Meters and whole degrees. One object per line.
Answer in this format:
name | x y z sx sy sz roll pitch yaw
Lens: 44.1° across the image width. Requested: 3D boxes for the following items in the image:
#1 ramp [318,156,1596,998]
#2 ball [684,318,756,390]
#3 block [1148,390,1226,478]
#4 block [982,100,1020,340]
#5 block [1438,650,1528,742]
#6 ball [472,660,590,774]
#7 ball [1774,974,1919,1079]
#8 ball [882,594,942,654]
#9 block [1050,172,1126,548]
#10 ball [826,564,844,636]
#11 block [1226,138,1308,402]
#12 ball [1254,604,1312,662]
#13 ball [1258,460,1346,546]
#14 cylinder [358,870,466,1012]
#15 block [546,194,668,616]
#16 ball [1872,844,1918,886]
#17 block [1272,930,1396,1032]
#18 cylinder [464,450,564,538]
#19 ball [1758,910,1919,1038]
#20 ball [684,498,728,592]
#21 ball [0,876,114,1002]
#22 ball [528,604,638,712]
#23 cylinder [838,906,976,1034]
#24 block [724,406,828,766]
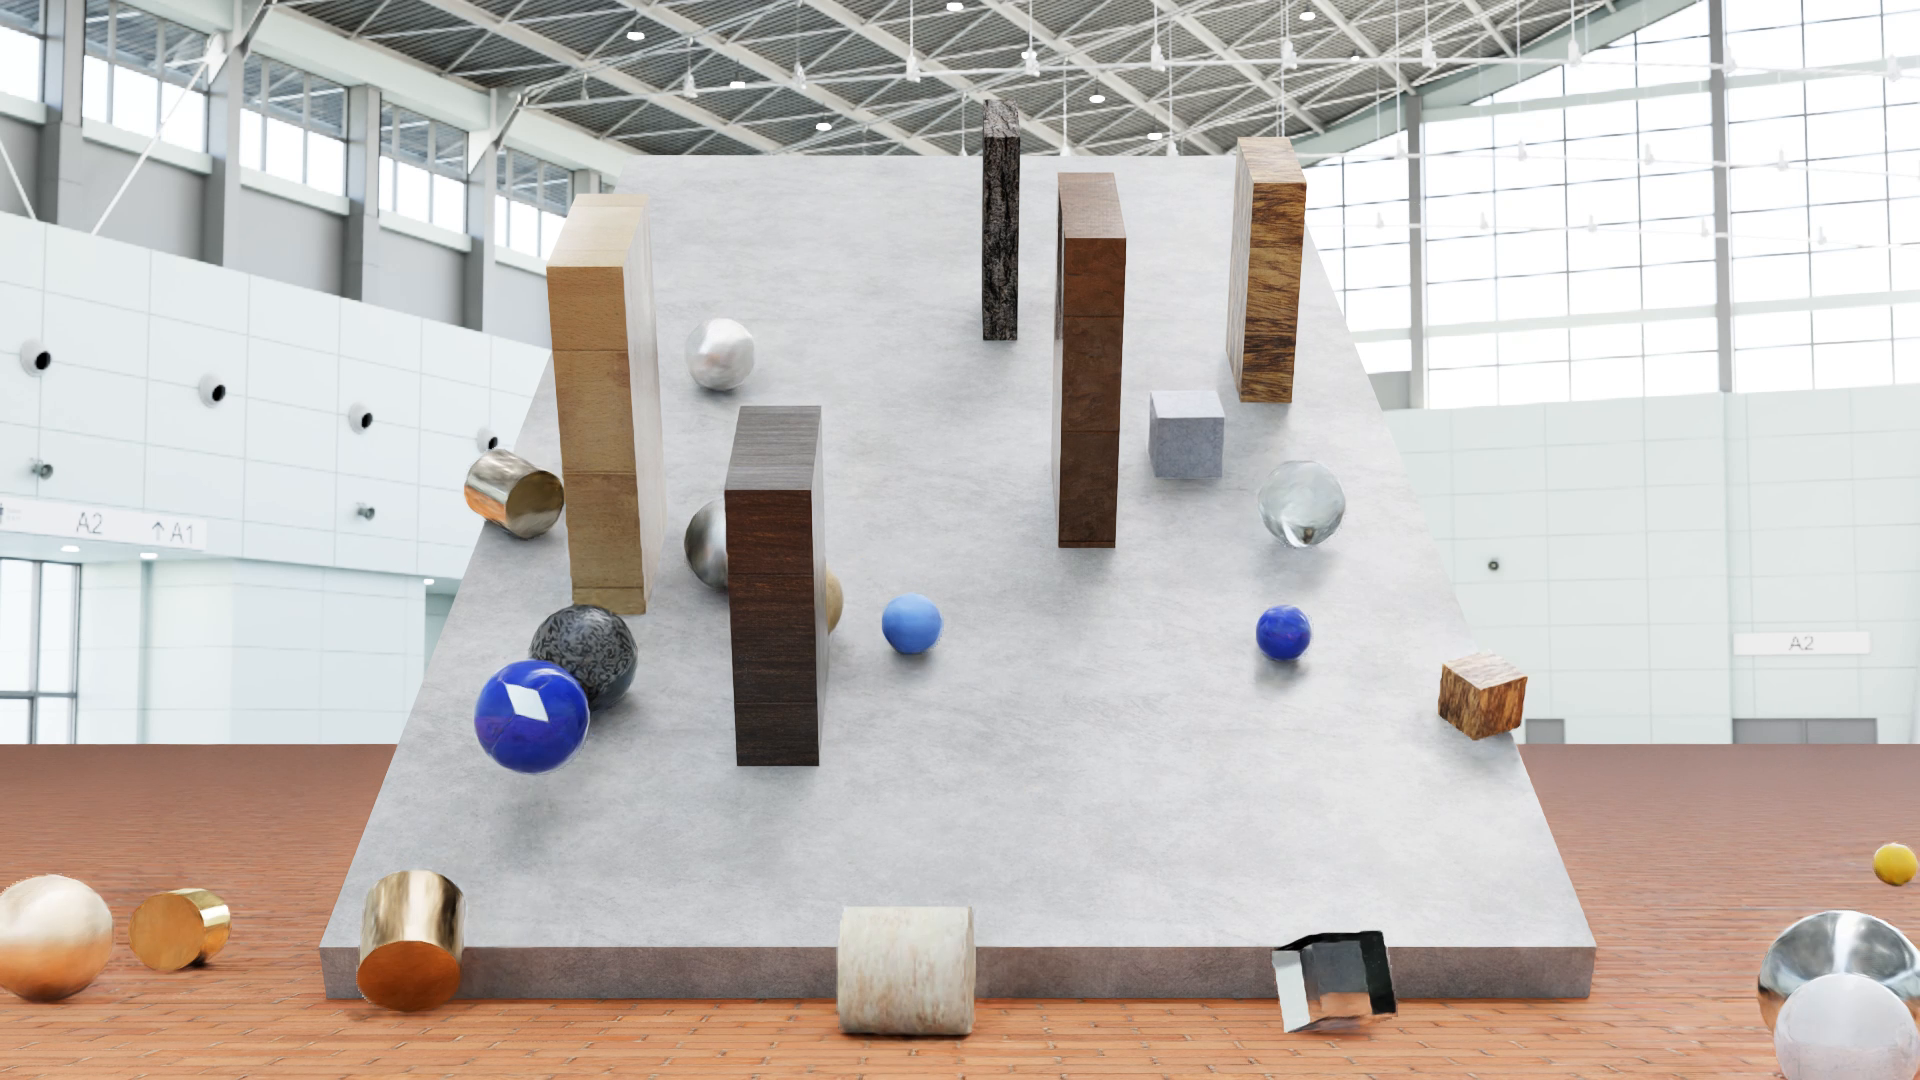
ramp | -0.011 -0.226 5.515 2.000 0.100 4.000 0 27 0
ball | -0.570 -0.442 5.635 0.173 0.173 0.173 0 -5 0
block | 0.501 -0.235 5.262 0.147 0.147 0.147 -1 27 -2
block | 0.101 -0.807 5.964 0.086 0.526 0.317 0 27 0
block | 0.946 0.281 4.296 0.107 0.107 0.107 -14 30 -25
ball | -0.728 0.300 4.027 0.195 0.195 0.195 0 -5 0
ball | 0.976 0.554 2.611 0.152 0.152 0.152 0 -5 0
ball | -0.093 0.159 4.522 0.115 0.115 0.115 0 -5 0
block | 0.264 -0.378 4.956 0.119 0.679 0.406 0 27 0
ball | -0.314 0.116 4.526 0.185 0.185 0.185 0 -5 0
block | 0.723 -0.643 5.630 0.122 0.542 0.342 0 27 0
ball | 0.614 0.176 4.500 0.108 0.108 0.108 0 -5 0
ball | 0.709 -0.077 4.916 0.181 0.181 0.181 0 -5 0
cylinder | -0.826 0.604 3.577 0.150 0.150 0.150 1 35 -9
block | -0.689 -0.269 4.682 0.141 0.728 0.409 0 27 0
ball | 2.601 0.903 6.596 0.117 0.117 0.117 0 -5 0
block | 0.521 0.616 3.307 0.114 0.114 0.114 1 -22 -21
cylinder | -0.937 -0.098 4.983 0.149 0.149 0.149 25 13 40
ball | 1.074 0.551 2.878 0.202 0.202 0.202 0 -5 0
ball | -0.454 0.008 4.729 0.192 0.192 0.192 0 -5 0
ball | -1.432 0.625 3.724 0.195 0.195 0.195 0 -5 0
ball | -0.686 0.216 4.313 0.198 0.198 0.198 0 -5 0
cylinder | -0.073 0.599 3.302 0.175 0.175 0.175 -1 -5 5
block | -0.320 0.079 4.208 0.145 0.540 0.347 0 27 0
